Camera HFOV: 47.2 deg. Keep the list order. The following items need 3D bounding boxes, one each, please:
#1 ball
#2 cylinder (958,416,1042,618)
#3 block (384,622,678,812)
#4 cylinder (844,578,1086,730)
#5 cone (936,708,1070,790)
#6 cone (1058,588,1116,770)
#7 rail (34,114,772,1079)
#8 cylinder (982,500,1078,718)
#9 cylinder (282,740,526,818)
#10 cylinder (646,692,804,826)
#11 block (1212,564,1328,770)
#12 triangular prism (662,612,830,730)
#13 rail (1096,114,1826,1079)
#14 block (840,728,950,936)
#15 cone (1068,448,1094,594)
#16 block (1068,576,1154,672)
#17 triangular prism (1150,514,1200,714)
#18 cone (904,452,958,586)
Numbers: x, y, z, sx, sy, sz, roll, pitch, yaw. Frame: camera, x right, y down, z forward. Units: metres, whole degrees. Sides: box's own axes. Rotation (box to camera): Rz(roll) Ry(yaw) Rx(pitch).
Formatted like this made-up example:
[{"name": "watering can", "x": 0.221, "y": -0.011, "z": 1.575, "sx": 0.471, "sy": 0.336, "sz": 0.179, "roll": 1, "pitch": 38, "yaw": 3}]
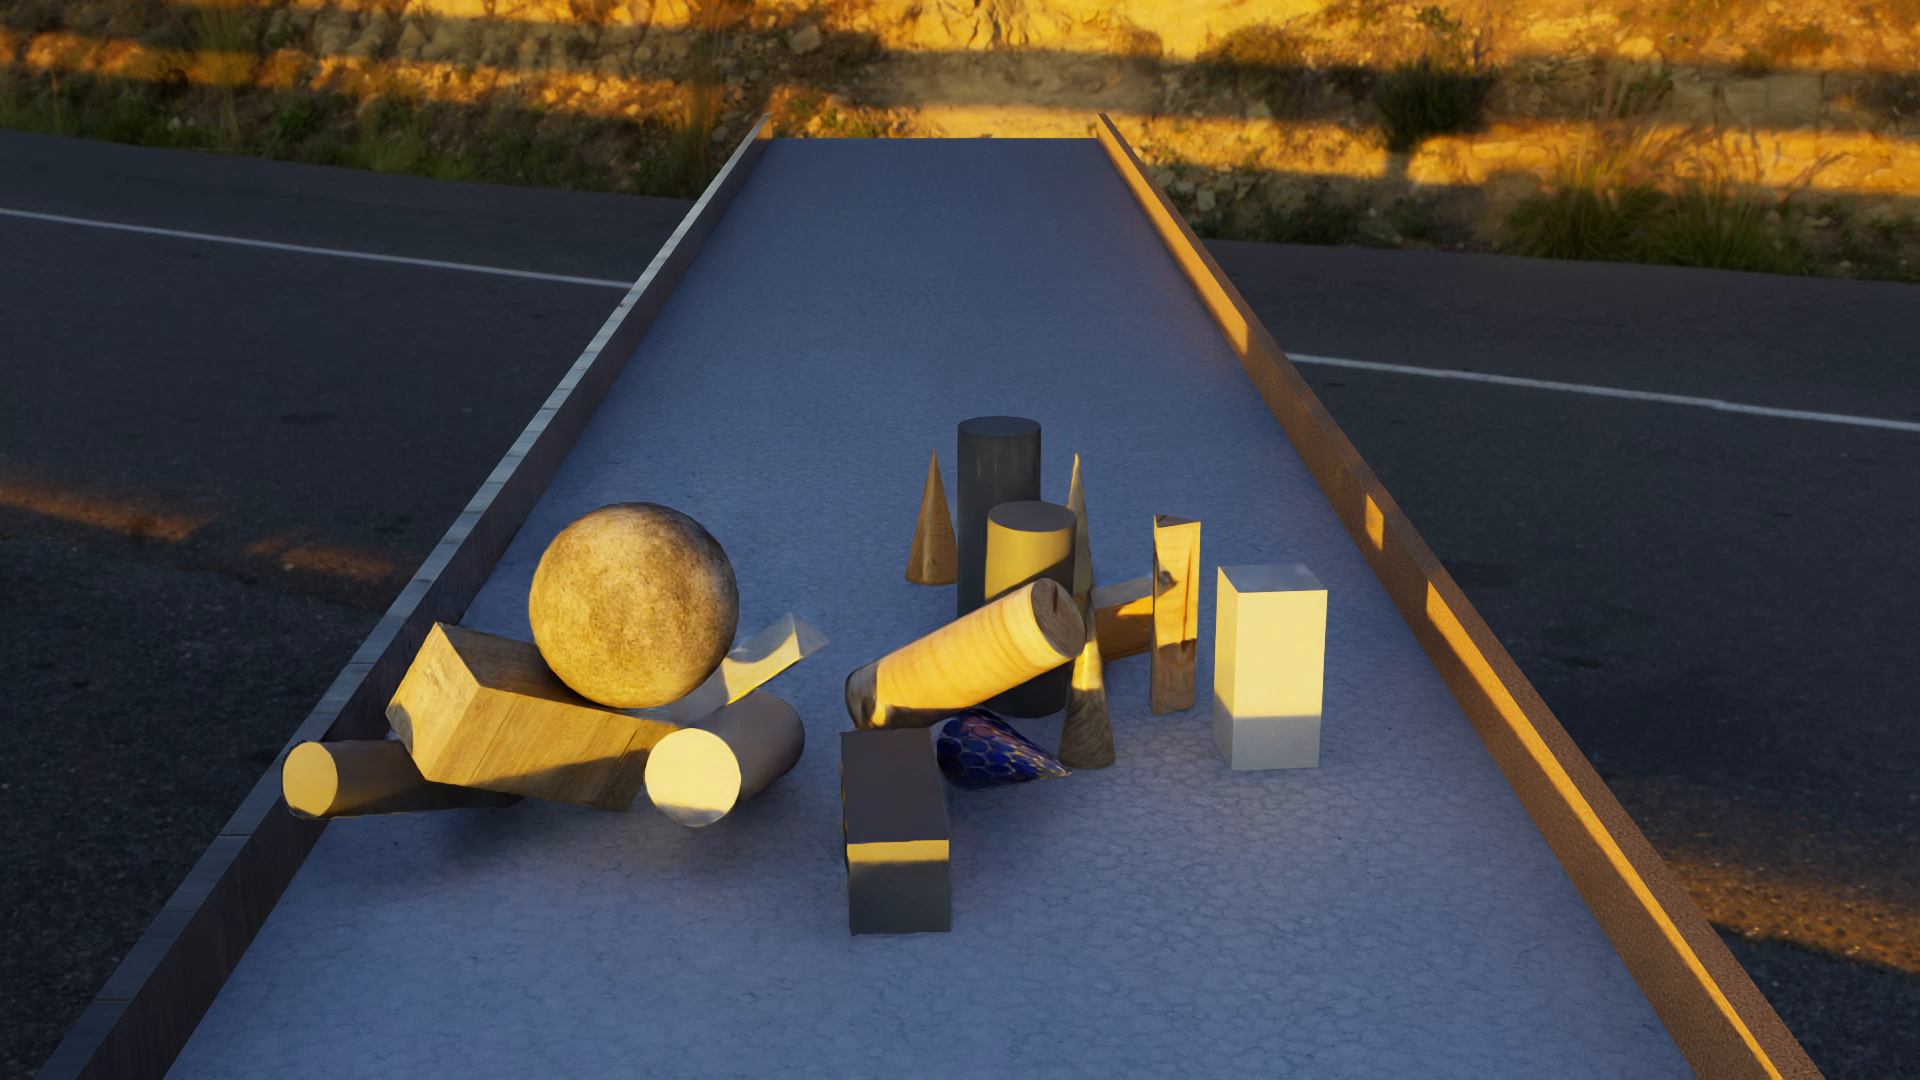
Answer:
[{"name": "ball", "x": -0.522, "y": 0.105, "z": 3.534, "sx": 0.334, "sy": 0.334, "sz": 0.334, "roll": 0, "pitch": 17, "yaw": 0}, {"name": "cylinder", "x": 0.081, "y": -0.037, "z": 4.617, "sx": 0.173, "sy": 0.418, "sz": 0.173, "roll": 0, "pitch": 17, "yaw": 0}, {"name": "block", "x": -0.696, "y": 0.293, "z": 3.585, "sx": 0.398, "sy": 0.180, "sz": 0.180, "roll": 18, "pitch": 20, "yaw": -45}, {"name": "cylinder", "x": 0.005, "y": 0.213, "z": 3.769, "sx": 0.420, "sy": 0.146, "sz": 0.146, "roll": -28, "pitch": 1, "yaw": 31}, {"name": "cone", "x": 0.100, "y": 0.362, "z": 3.603, "sx": 0.140, "sy": 0.140, "sz": 0.381, "roll": -7, "pitch": 4, "yaw": -23}, {"name": "cone", "x": 0.225, "y": 0.233, "z": 3.870, "sx": 0.104, "sy": 0.326, "sz": 0.104, "roll": 0, "pitch": 17, "yaw": 0}, {"name": "rail", "x": -1.118, "y": -0.838, "z": 7.780, "sx": 0.050, "sy": 0.150, "sz": 12.000, "roll": 0, "pitch": 17, "yaw": -1}, {"name": "cylinder", "x": 0.127, "y": 0.129, "z": 4.115, "sx": 0.164, "sy": 0.372, "sz": 0.164, "roll": 2, "pitch": 21, "yaw": -1}, {"name": "cylinder", "x": -0.875, "y": 0.377, "z": 3.526, "sx": 0.116, "sy": 0.116, "sz": 0.449, "roll": 10, "pitch": 1, "yaw": 30}, {"name": "cylinder", "x": -0.379, "y": 0.355, "z": 3.617, "sx": 0.153, "sy": 0.153, "sz": 0.408, "roll": 3, "pitch": 4, "yaw": 10}, {"name": "block", "x": 0.546, "y": 0.224, "z": 3.899, "sx": 0.156, "sy": 0.328, "sz": 0.156, "roll": -2, "pitch": 17, "yaw": -6}, {"name": "triangular prism", "x": -0.400, "y": 0.240, "z": 3.827, "sx": 0.392, "sy": 0.075, "sz": 0.087, "roll": -33, "pitch": -3, "yaw": 34}, {"name": "rail", "x": 0.932, "y": -0.844, "z": 7.801, "sx": 0.050, "sy": 0.150, "sz": 12.000, "roll": 0, "pitch": 17, "yaw": -1}, {"name": "block", "x": -0.106, "y": 0.450, "z": 3.456, "sx": 0.149, "sy": 0.149, "sz": 0.449, "roll": -2, "pitch": 17, "yaw": -4}, {"name": "cone", "x": 0.233, "y": 0.016, "z": 4.438, "sx": 0.116, "sy": 0.406, "sz": 0.116, "roll": 1, "pitch": 7, "yaw": 0}, {"name": "block", "x": 0.236, "y": 0.178, "z": 4.333, "sx": 0.333, "sy": 0.112, "sz": 0.112, "roll": -13, "pitch": 19, "yaw": -9}, {"name": "triangular prism", "x": 0.385, "y": 0.136, "z": 4.128, "sx": 0.093, "sy": 0.365, "sz": 0.080, "roll": -9, "pitch": 19, "yaw": -27}, {"name": "cone", "x": -0.057, "y": -0.061, "z": 4.905, "sx": 0.133, "sy": 0.300, "sz": 0.133, "roll": 0, "pitch": 17, "yaw": 0}]
